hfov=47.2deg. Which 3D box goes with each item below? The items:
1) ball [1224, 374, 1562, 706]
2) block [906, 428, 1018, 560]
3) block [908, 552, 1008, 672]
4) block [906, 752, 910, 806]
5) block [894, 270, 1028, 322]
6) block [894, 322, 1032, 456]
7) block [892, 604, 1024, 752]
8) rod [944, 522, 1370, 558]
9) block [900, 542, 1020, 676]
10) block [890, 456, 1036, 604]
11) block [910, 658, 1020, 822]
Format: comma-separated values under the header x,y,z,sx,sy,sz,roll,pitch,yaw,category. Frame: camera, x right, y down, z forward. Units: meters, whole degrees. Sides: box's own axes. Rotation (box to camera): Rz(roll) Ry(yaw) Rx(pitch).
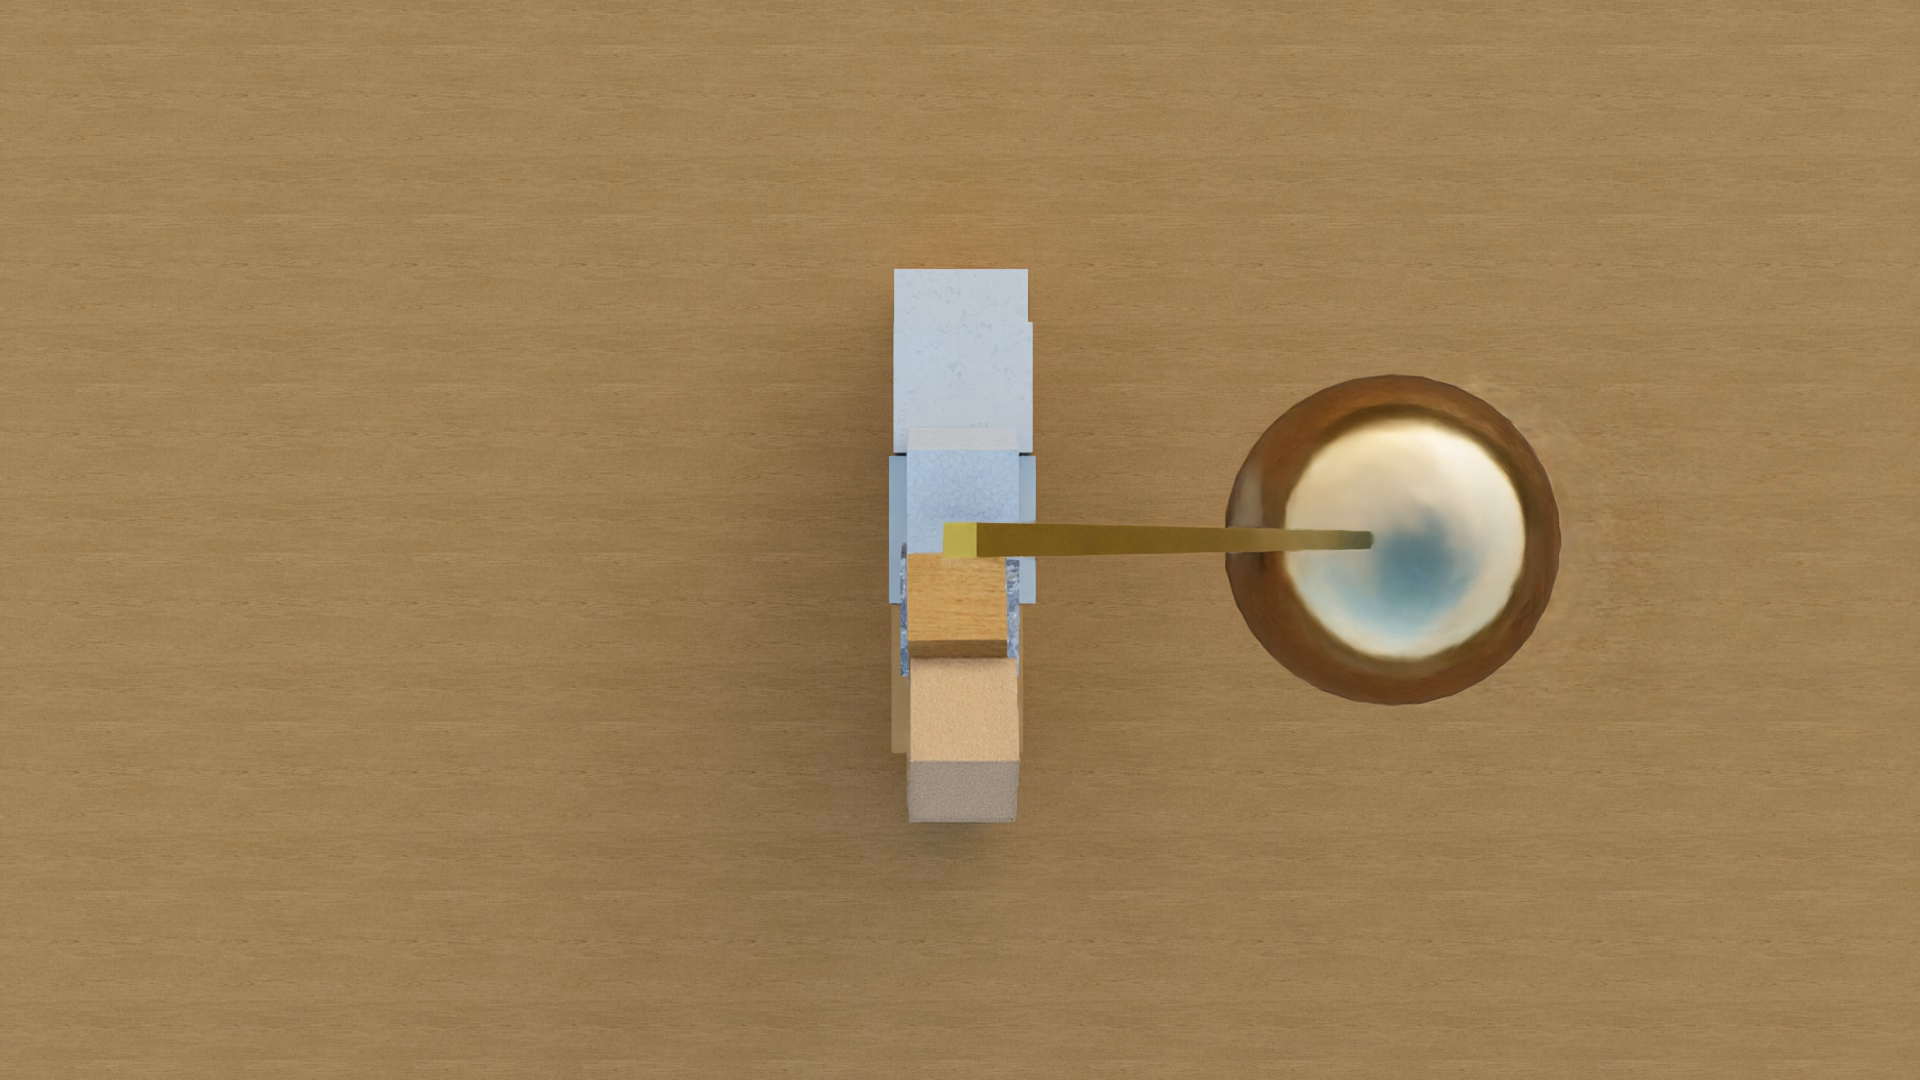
x,y,z,sx,sy,sz,roll,pitch,yaw,category
2.074,0.000,10.612,1.600,1.600,1.600,0,90,0,ball
0.013,-0.239,11.048,0.545,0.583,0.548,0,103,0,block
-0.013,0.432,10.498,0.460,0.557,0.509,-1,52,0,block
-0.012,1.166,12.671,0.576,0.659,0.657,0,90,0,block
0.006,-1.111,12.566,0.736,0.869,0.766,0,90,0,block
0.016,-0.785,11.714,0.713,0.834,0.668,0,90,0,block
-0.014,0.728,11.941,0.690,0.793,0.779,0,90,0,block
0.899,0.000,7.422,0.080,5.200,0.080,0,90,20,rod
-0.002,0.344,11.189,0.589,0.639,0.589,0,97,0,block
0.013,-0.055,11.916,0.766,0.813,0.770,0,90,0,block
0.014,0.933,10.265,0.493,0.528,0.568,0,52,-1,block
